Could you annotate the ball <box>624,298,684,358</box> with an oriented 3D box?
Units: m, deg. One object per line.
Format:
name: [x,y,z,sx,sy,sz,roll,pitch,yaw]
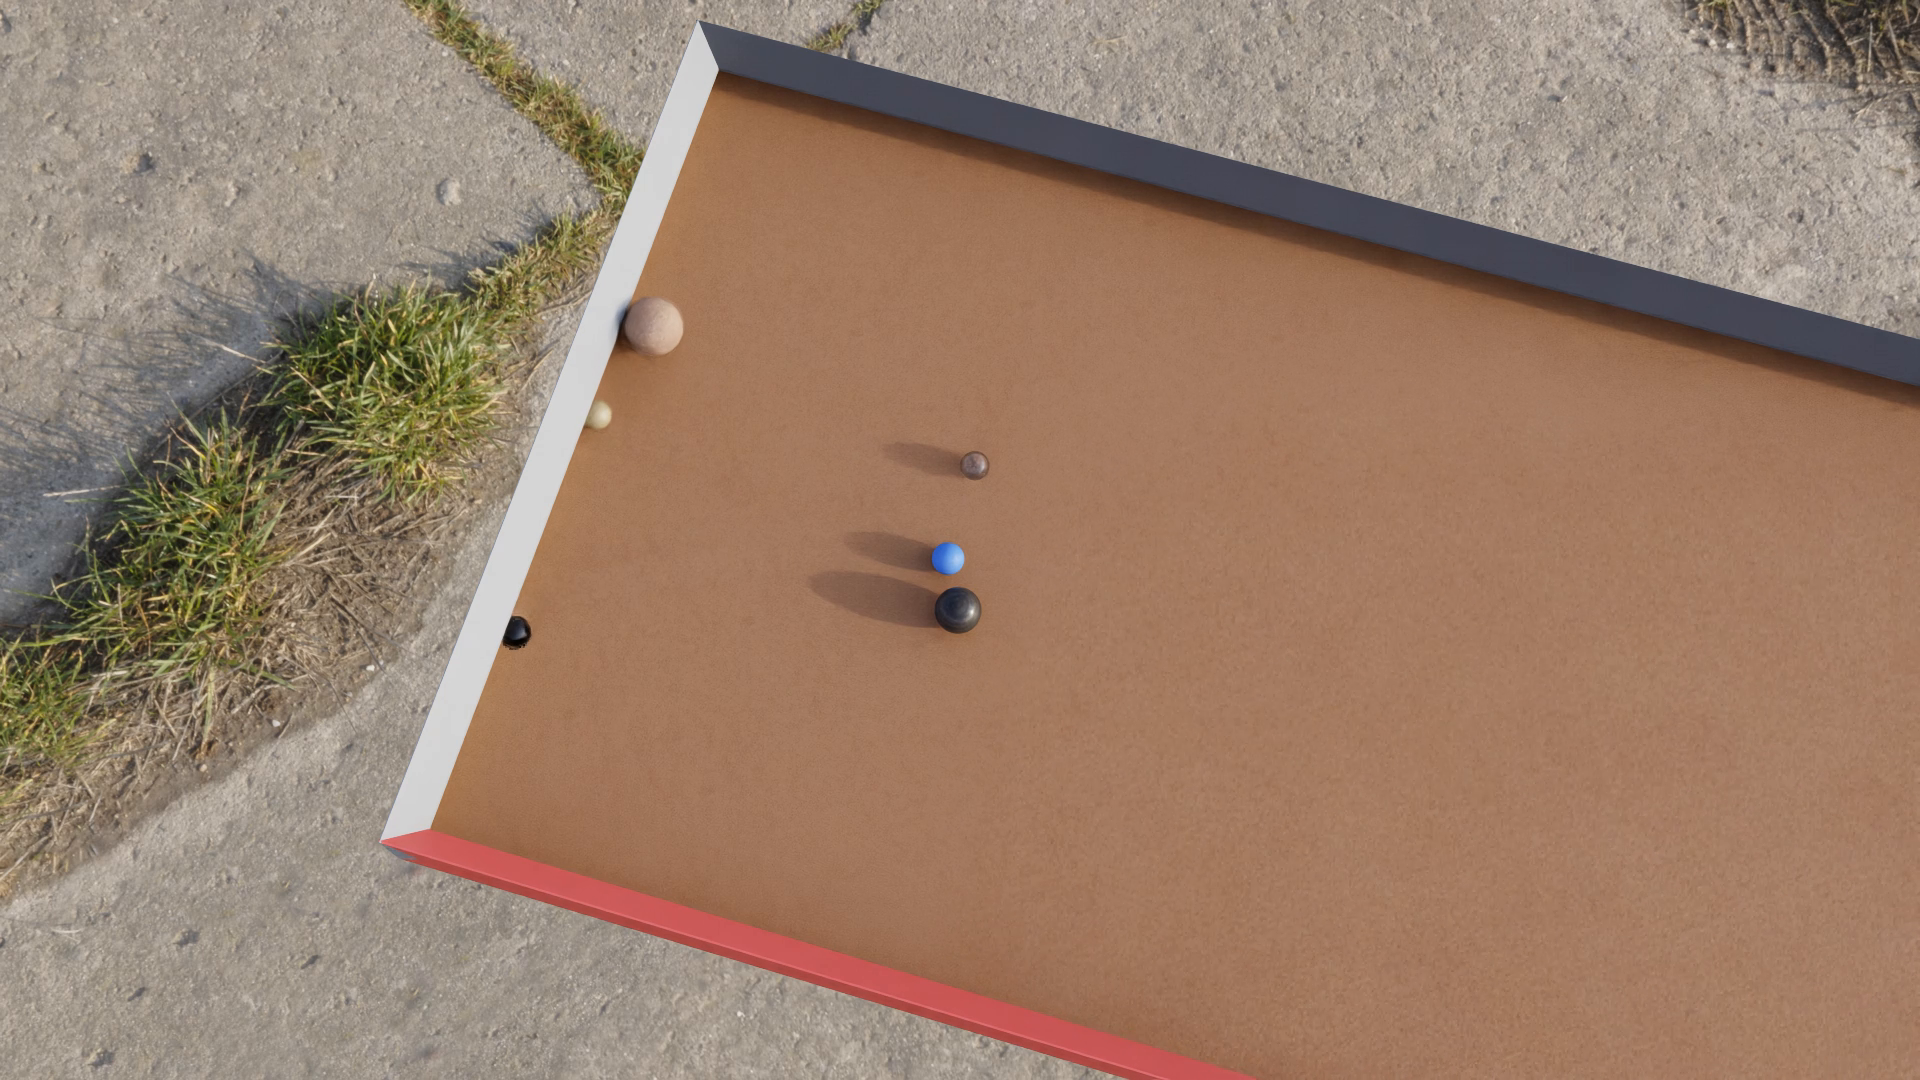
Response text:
ball: [-0.492,-0.341,3.525,0.095,0.095,0.095,0,71,0]

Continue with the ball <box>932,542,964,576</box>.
ball: [-0.019,0.029,3.421,0.051,0.051,0.051,0,71,0]

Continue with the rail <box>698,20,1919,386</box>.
rail: [0.834,-0.458,3.549,2.658,0.124,0.045,16,72,5]

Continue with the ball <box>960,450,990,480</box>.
ball: [0.024,-0.117,3.473,0.047,0.047,0.047,0,71,0]

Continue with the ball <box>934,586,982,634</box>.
ball: [-0.003,0.108,3.382,0.073,0.073,0.073,0,71,0]

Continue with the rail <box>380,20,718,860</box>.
rail: [-0.614,-0.185,3.455,0.045,0.124,1.429,16,72,5]

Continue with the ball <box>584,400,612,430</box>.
ball: [-0.579,-0.199,3.501,0.047,0.047,0.047,0,71,0]

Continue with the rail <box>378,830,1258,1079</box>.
rail: [0.440,0.793,3.118,2.658,0.124,0.045,16,72,5]

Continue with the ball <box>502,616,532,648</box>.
ball: [-0.684,0.141,3.383,0.049,0.049,0.049,0,71,0]
